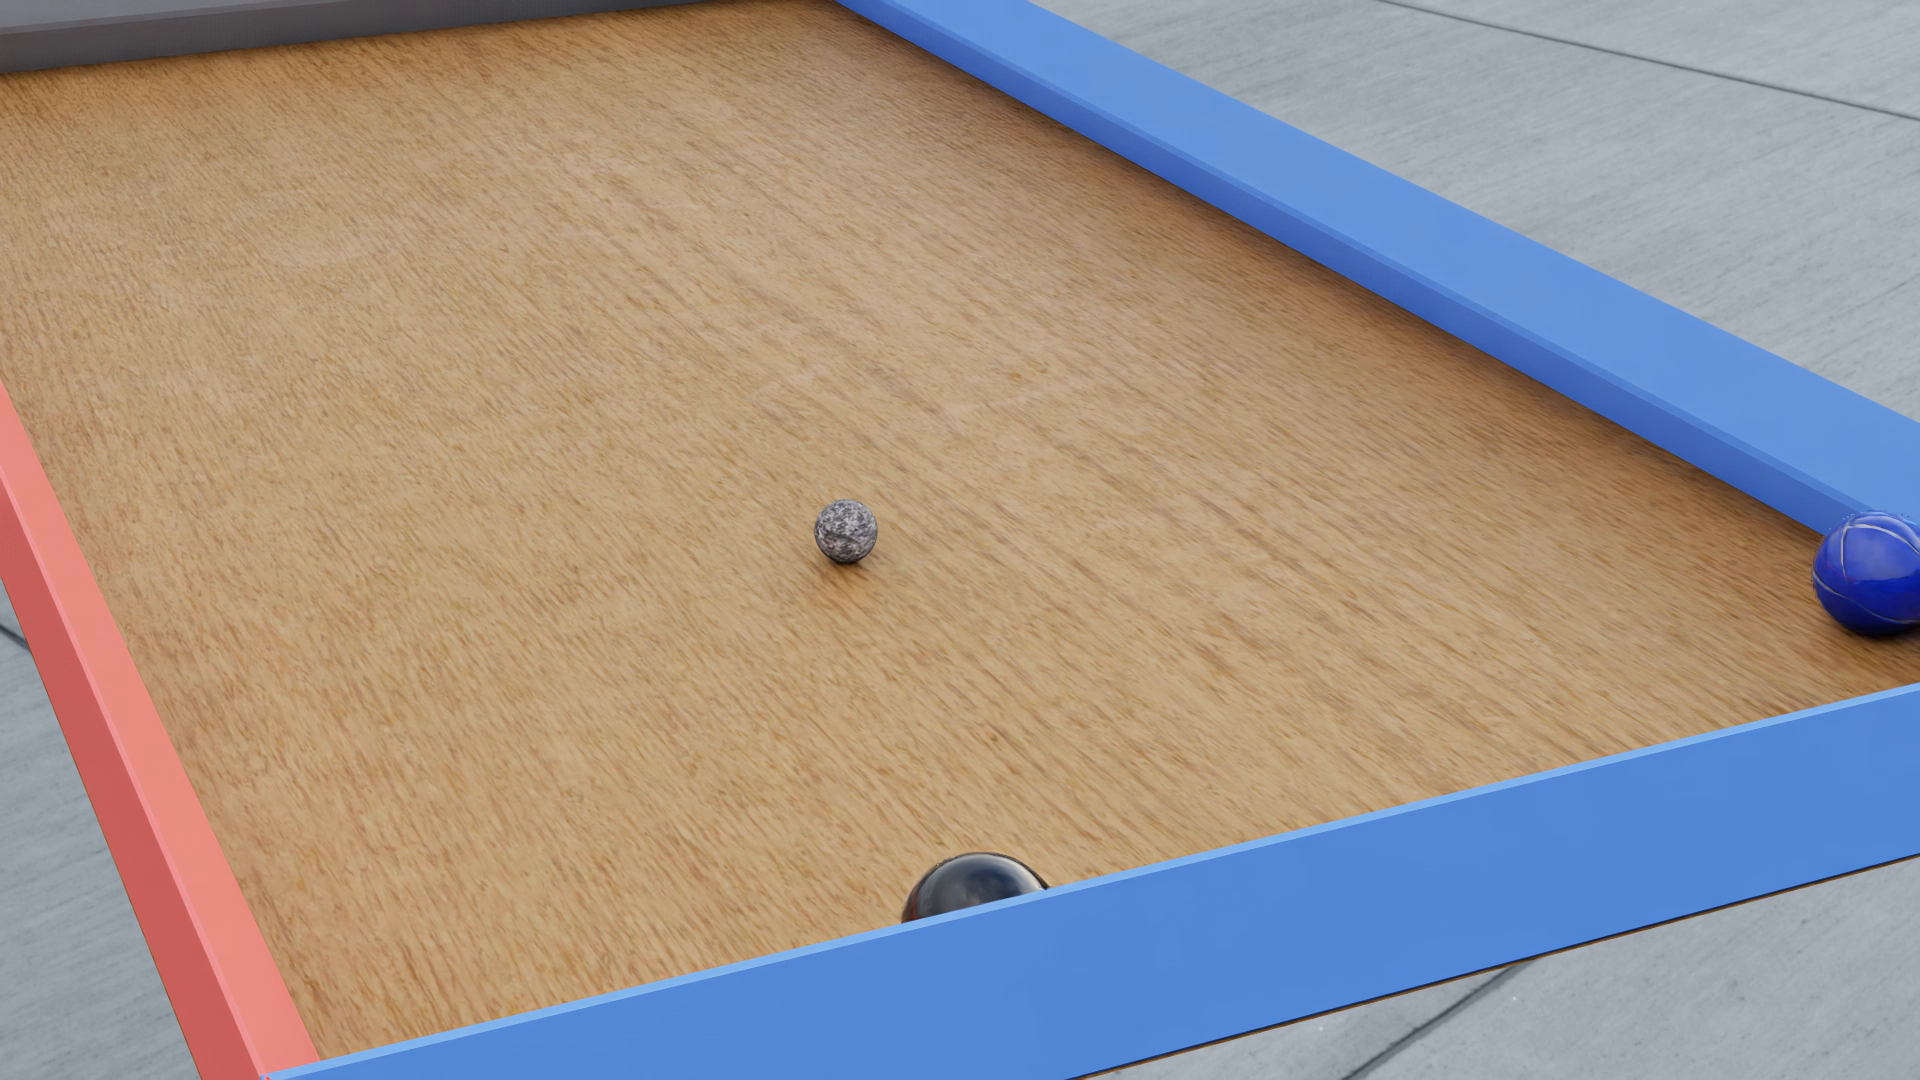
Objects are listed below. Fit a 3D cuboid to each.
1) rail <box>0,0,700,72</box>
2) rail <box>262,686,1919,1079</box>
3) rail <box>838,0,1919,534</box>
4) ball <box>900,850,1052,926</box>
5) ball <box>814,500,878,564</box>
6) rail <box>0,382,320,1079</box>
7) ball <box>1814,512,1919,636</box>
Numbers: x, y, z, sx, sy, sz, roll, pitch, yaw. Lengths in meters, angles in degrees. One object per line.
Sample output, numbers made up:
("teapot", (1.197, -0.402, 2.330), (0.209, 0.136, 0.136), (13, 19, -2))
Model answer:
("rail", (-0.794, -0.707, 3.804), (1.330, 0.124, 0.045), (-10, 25, -23))
("rail", (0.258, 0.197, 1.714), (1.330, 0.124, 0.045), (-10, 25, -23))
("rail", (0.314, -0.362, 3.006), (0.045, 0.124, 2.556), (-10, 25, -23))
("ball", (0.013, 0.226, 1.686), (0.095, 0.095, 0.095), (0, 23, 0))
("ball", (-0.088, -0.007, 2.282), (0.050, 0.050, 0.050), (0, 23, 0))
("rail", (-0.850, -0.148, 2.512), (0.045, 0.124, 2.556), (-10, 25, -23))
("ball", (0.673, 0.025, 2.157), (0.091, 0.091, 0.091), (0, 23, 0))
